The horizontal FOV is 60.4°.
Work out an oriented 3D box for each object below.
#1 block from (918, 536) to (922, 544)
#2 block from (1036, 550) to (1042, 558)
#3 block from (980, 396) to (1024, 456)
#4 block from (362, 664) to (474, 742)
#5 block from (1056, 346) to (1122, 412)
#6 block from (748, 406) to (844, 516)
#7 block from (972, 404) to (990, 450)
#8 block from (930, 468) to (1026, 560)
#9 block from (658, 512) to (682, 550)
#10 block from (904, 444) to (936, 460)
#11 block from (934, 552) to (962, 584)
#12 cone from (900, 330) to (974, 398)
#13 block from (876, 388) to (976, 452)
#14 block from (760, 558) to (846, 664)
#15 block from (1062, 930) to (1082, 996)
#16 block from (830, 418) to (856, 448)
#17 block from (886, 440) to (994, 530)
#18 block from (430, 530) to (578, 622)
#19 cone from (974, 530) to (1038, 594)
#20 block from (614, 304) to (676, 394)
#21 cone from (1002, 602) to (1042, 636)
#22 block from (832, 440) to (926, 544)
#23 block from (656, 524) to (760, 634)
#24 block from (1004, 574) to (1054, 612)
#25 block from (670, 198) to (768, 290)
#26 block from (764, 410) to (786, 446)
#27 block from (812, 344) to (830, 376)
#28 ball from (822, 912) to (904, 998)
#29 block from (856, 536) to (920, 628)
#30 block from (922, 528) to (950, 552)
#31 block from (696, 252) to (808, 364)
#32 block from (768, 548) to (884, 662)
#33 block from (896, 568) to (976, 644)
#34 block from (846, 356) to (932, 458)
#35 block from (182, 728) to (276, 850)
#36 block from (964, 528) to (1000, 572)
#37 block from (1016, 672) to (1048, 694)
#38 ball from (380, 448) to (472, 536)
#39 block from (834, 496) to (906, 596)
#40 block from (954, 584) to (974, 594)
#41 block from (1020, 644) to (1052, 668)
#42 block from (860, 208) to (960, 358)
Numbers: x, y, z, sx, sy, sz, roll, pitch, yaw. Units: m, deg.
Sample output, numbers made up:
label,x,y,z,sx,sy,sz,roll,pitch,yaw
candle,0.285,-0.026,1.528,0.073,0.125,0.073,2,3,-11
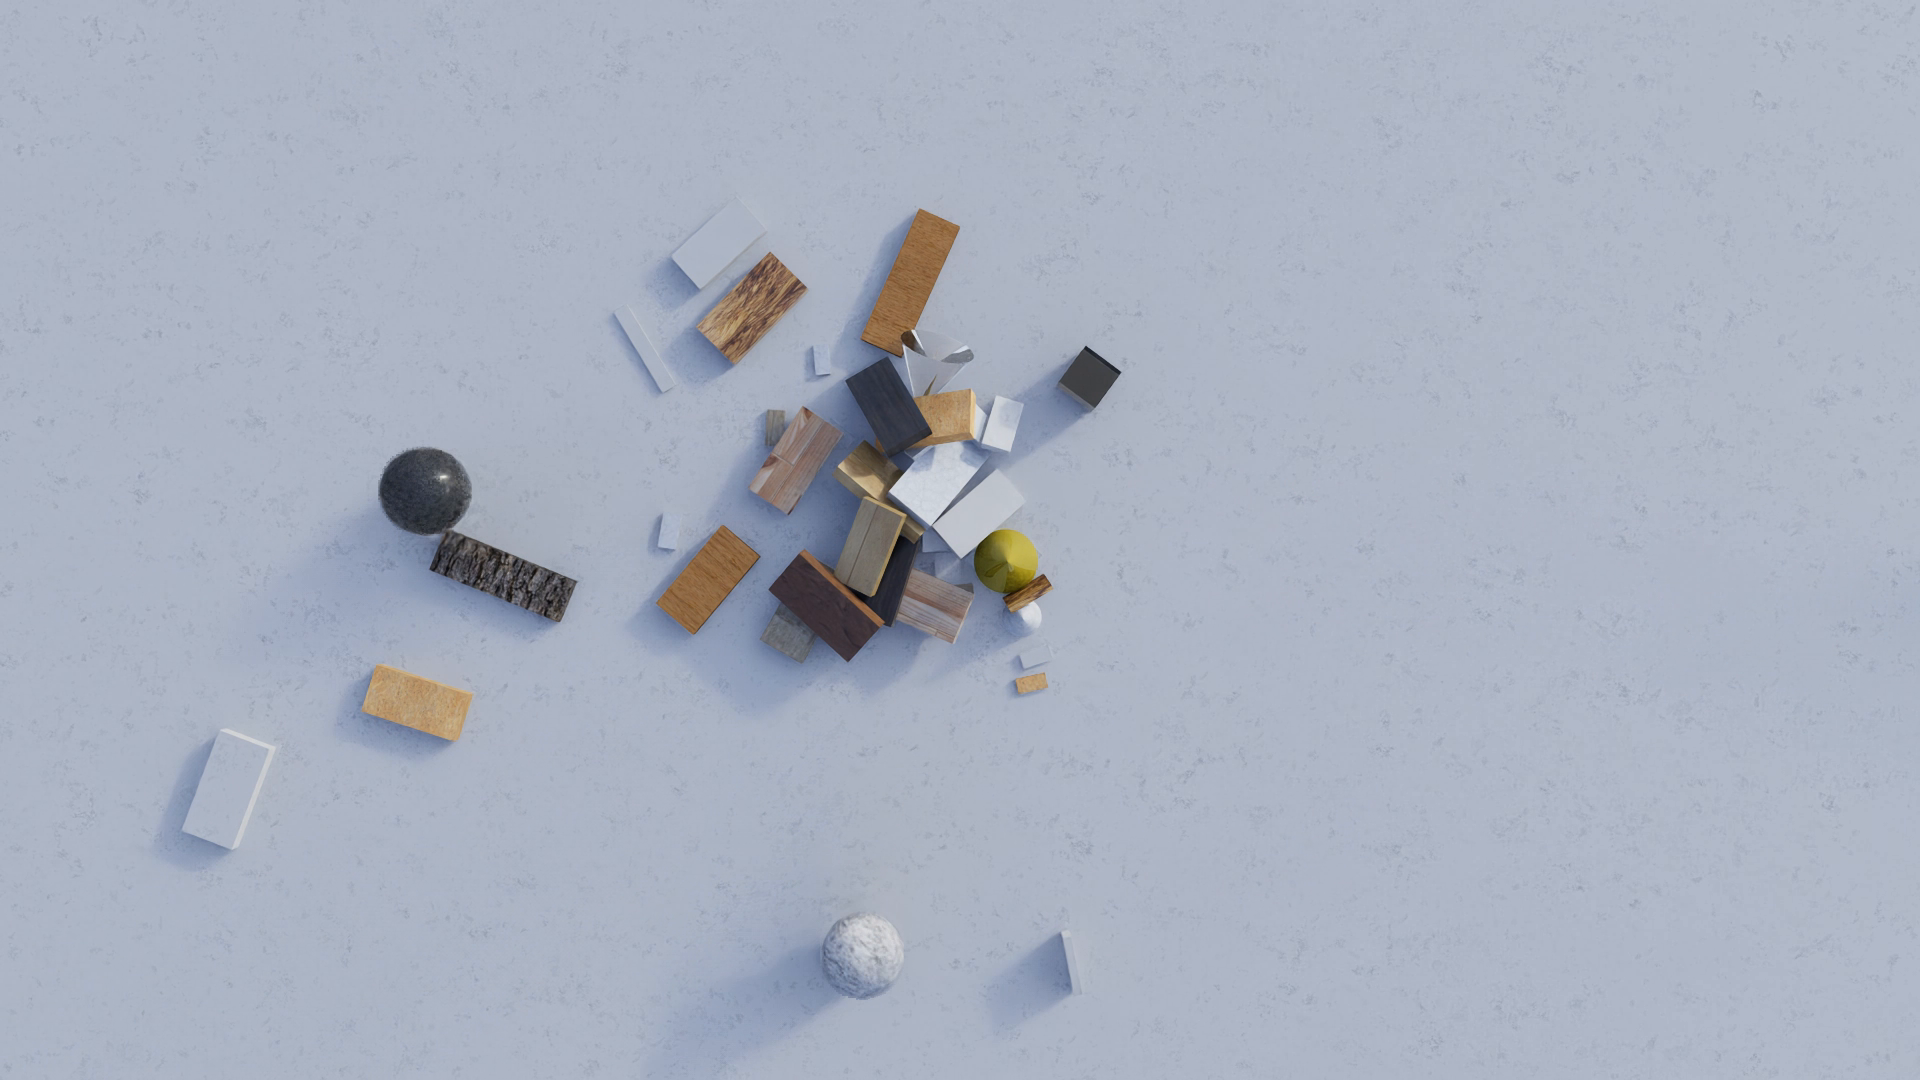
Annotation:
label,x,y,z,sx,sy,sz,roll,pitch,yaw
block,-0.158,-0.066,5.488,0.174,0.025,0.087,40,90,0
block,0.182,0.082,5.488,0.087,0.025,0.174,45,90,0
block,0.140,-0.379,5.443,0.097,0.027,0.194,17,62,0
block,-1.801,0.539,5.477,0.324,0.046,0.162,18,90,0
block,0.424,-0.530,5.427,0.146,0.146,0.146,36,90,0
block,-0.543,-0.263,5.464,0.163,0.046,0.327,34,93,-3
block,0.038,-0.397,5.457,0.194,0.027,0.097,47,60,4
block,0.061,-0.085,5.453,0.292,0.041,0.146,-41,90,-10
block,-0.966,-0.032,5.492,0.060,0.017,0.120,10,90,0
block,-0.121,-0.313,5.402,0.120,0.017,0.060,-38,46,-11
block,-0.039,0.128,5.488,0.087,0.025,0.174,-3,90,0
cone,-0.108,-0.527,5.444,0.248,0.248,0.248,18,117,0
block,-0.113,-0.390,5.394,0.327,0.046,0.163,-7,62,18
block,-0.512,0.229,5.477,0.162,0.046,0.324,30,90,0
block,0.369,1.397,5.452,0.027,0.097,0.194,-11,90,0
block,-0.404,-0.354,5.493,0.101,0.014,0.050,38,90,0
block,-0.065,-0.219,5.410,0.175,0.050,0.350,40,68,0
block,-1.517,0.118,5.479,0.460,0.041,0.146,22,90,0
cone,0.153,0.070,5.369,0.213,0.213,0.213,0,90,0
block,-1.050,-0.638,5.493,0.050,0.014,0.318,-31,90,0
cone,0.206,0.257,5.434,0.132,0.132,0.132,0,90,0
block,-0.233,-0.160,5.420,0.350,0.050,0.175,40,45,0
block,-0.835,0.132,5.477,0.162,0.046,0.339,40,90,0
block,0.225,0.177,5.459,0.160,0.080,0.023,-31,118,0
block,-0.800,-0.983,5.479,0.295,0.042,0.148,-42,90,0
block,-0.616,-0.373,5.492,0.060,0.017,0.120,4,90,0
block,-0.459,-0.601,5.493,0.050,0.014,0.101,-5,90,0
ball,-0.316,1.348,5.366,0.269,0.269,0.269,0,90,0
block,-0.247,0.124,5.419,0.148,0.042,0.295,18,89,9
block,-0.046,-0.006,5.471,0.160,0.023,0.080,-3,98,-8
block,-0.688,-0.768,5.475,0.175,0.050,0.350,44,90,0
block,-0.437,0.215,5.394,0.355,0.050,0.178,42,115,0
block,-0.148,0.191,5.447,0.356,0.050,0.178,23,90,9
block,-0.234,-0.436,5.397,0.163,0.046,0.327,-30,60,0
block,-2.427,0.826,5.475,0.178,0.050,0.356,21,90,0
block,0.092,0.034,5.489,0.080,0.023,0.160,40,90,0
block,0.239,0.477,5.493,0.101,0.014,0.050,-12,90,0
ball,-1.734,-0.158,5.357,0.287,0.287,0.287,0,90,0
block,-0.295,0.021,5.353,0.146,0.041,0.292,26,106,13
block,-0.005,0.173,5.466,0.101,0.014,0.050,-6,90,3
block,0.253,0.388,5.493,0.101,0.014,0.050,-19,90,0
block,-0.165,-0.852,5.479,0.148,0.042,0.474,24,90,0
